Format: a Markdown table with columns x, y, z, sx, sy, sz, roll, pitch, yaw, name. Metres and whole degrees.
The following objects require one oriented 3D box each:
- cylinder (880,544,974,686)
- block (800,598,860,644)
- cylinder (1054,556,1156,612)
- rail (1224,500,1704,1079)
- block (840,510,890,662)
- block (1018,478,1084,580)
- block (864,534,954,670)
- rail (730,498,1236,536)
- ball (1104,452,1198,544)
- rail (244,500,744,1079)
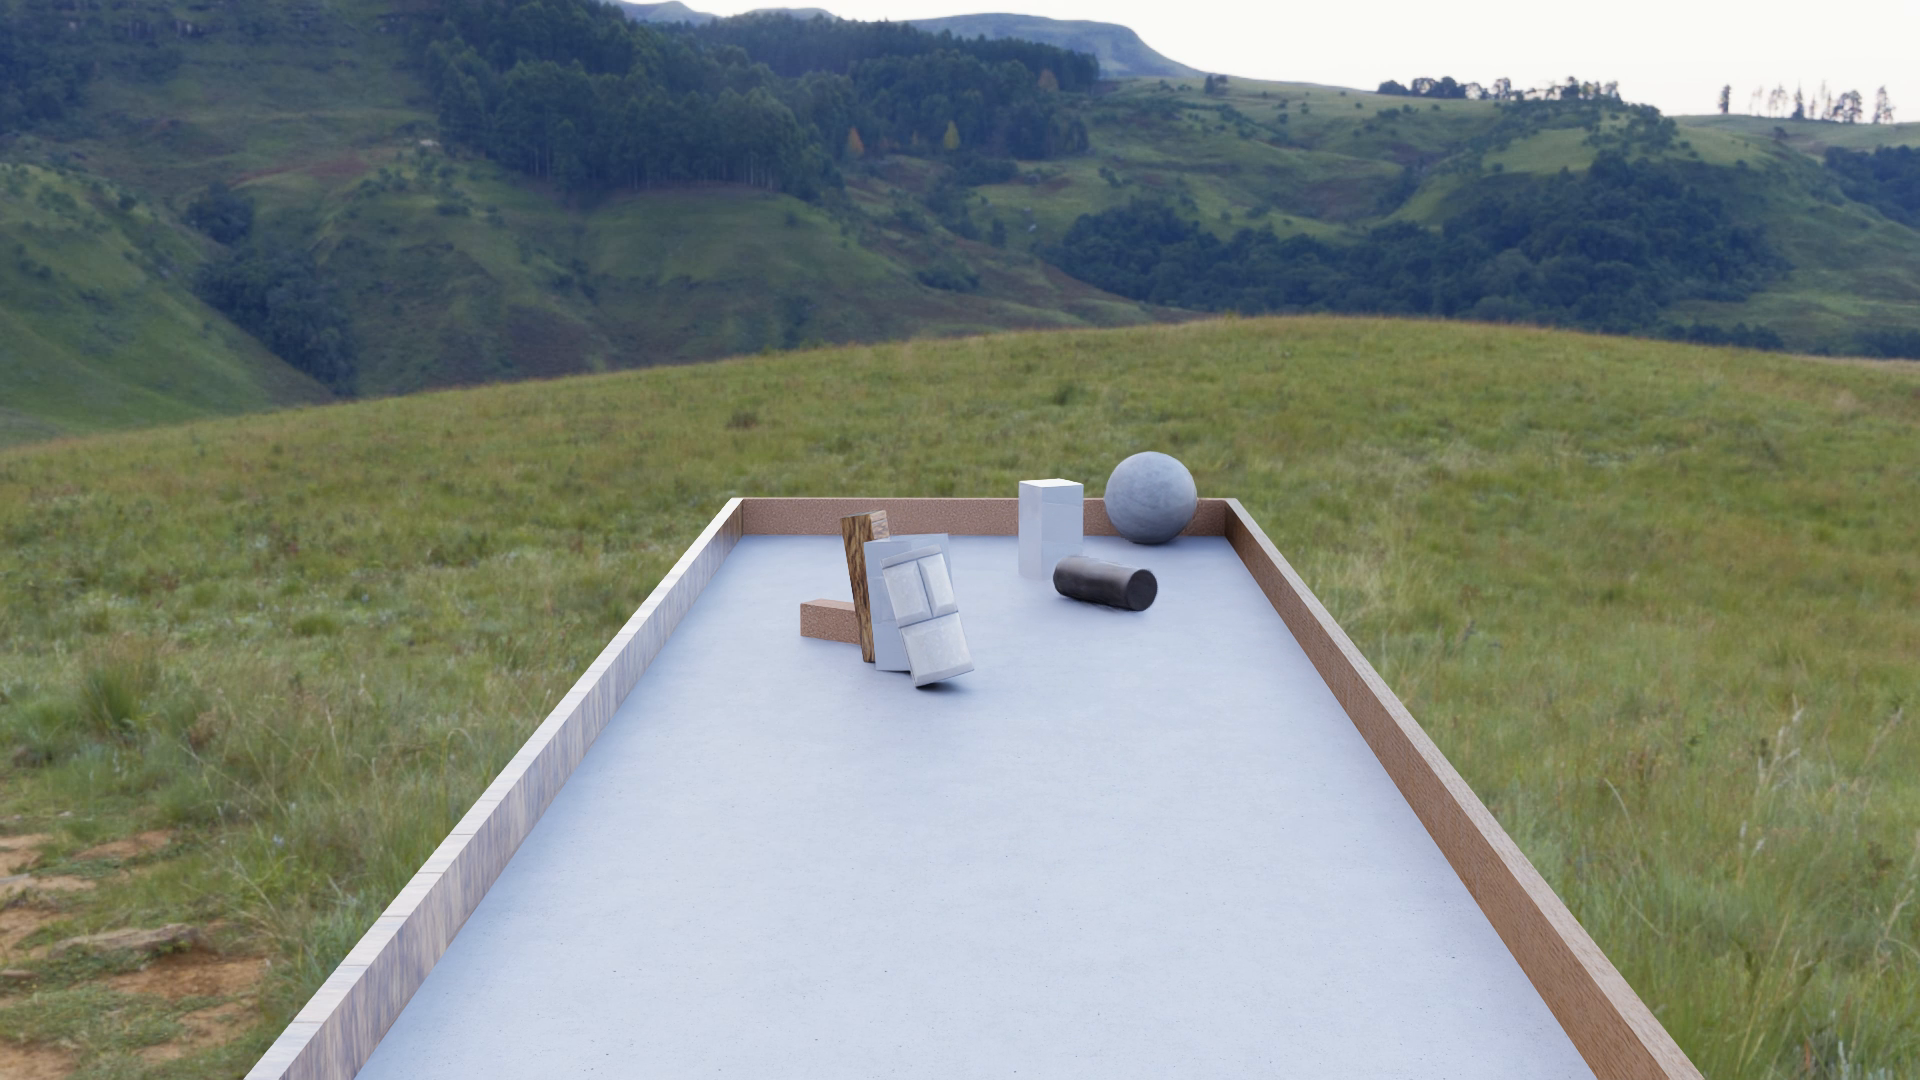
| x | y | z | sx | sy | sz | roll | pitch | yaw | name |
| --- | --- | --- | --- | --- | --- | --- | --- | --- | --- |
| -0.094 | 0.216 | 6.321 | 0.179 | 0.377 | 0.179 | -16 | -2 | 0 | cylinder |
| -0.318 | 0.267 | 6.985 | 0.400 | 0.107 | 0.107 | 6 | 11 | 34 | block |
| 0.500 | 0.149 | 7.605 | 0.145 | 0.145 | 0.367 | -7 | 12 | -39 | cylinder |
| 1.046 | 0.843 | 3.208 | 0.050 | 0.150 | 12.000 | 0 | 9 | 1 | rail |
| -0.259 | 0.139 | 6.678 | 0.103 | 0.444 | 0.103 | -7 | 5 | 26 | block |
| 0.336 | -0.040 | 8.152 | 0.175 | 0.347 | 0.175 | -5 | 10 | -26 | block |
| -0.143 | 0.184 | 6.561 | 0.179 | 0.384 | 0.179 | -2 | 6 | 37 | block |
| 0.099 | -0.098 | 9.147 | 2.100 | 0.150 | 0.050 | 0 | 9 | 1 | rail |
| 0.773 | -0.172 | 8.901 | 0.373 | 0.373 | 0.373 | 0 | 9 | 0 | ball |
| -1.004 | 0.839 | 3.234 | 0.050 | 0.150 | 12.000 | 0 | 9 | 1 | rail |
